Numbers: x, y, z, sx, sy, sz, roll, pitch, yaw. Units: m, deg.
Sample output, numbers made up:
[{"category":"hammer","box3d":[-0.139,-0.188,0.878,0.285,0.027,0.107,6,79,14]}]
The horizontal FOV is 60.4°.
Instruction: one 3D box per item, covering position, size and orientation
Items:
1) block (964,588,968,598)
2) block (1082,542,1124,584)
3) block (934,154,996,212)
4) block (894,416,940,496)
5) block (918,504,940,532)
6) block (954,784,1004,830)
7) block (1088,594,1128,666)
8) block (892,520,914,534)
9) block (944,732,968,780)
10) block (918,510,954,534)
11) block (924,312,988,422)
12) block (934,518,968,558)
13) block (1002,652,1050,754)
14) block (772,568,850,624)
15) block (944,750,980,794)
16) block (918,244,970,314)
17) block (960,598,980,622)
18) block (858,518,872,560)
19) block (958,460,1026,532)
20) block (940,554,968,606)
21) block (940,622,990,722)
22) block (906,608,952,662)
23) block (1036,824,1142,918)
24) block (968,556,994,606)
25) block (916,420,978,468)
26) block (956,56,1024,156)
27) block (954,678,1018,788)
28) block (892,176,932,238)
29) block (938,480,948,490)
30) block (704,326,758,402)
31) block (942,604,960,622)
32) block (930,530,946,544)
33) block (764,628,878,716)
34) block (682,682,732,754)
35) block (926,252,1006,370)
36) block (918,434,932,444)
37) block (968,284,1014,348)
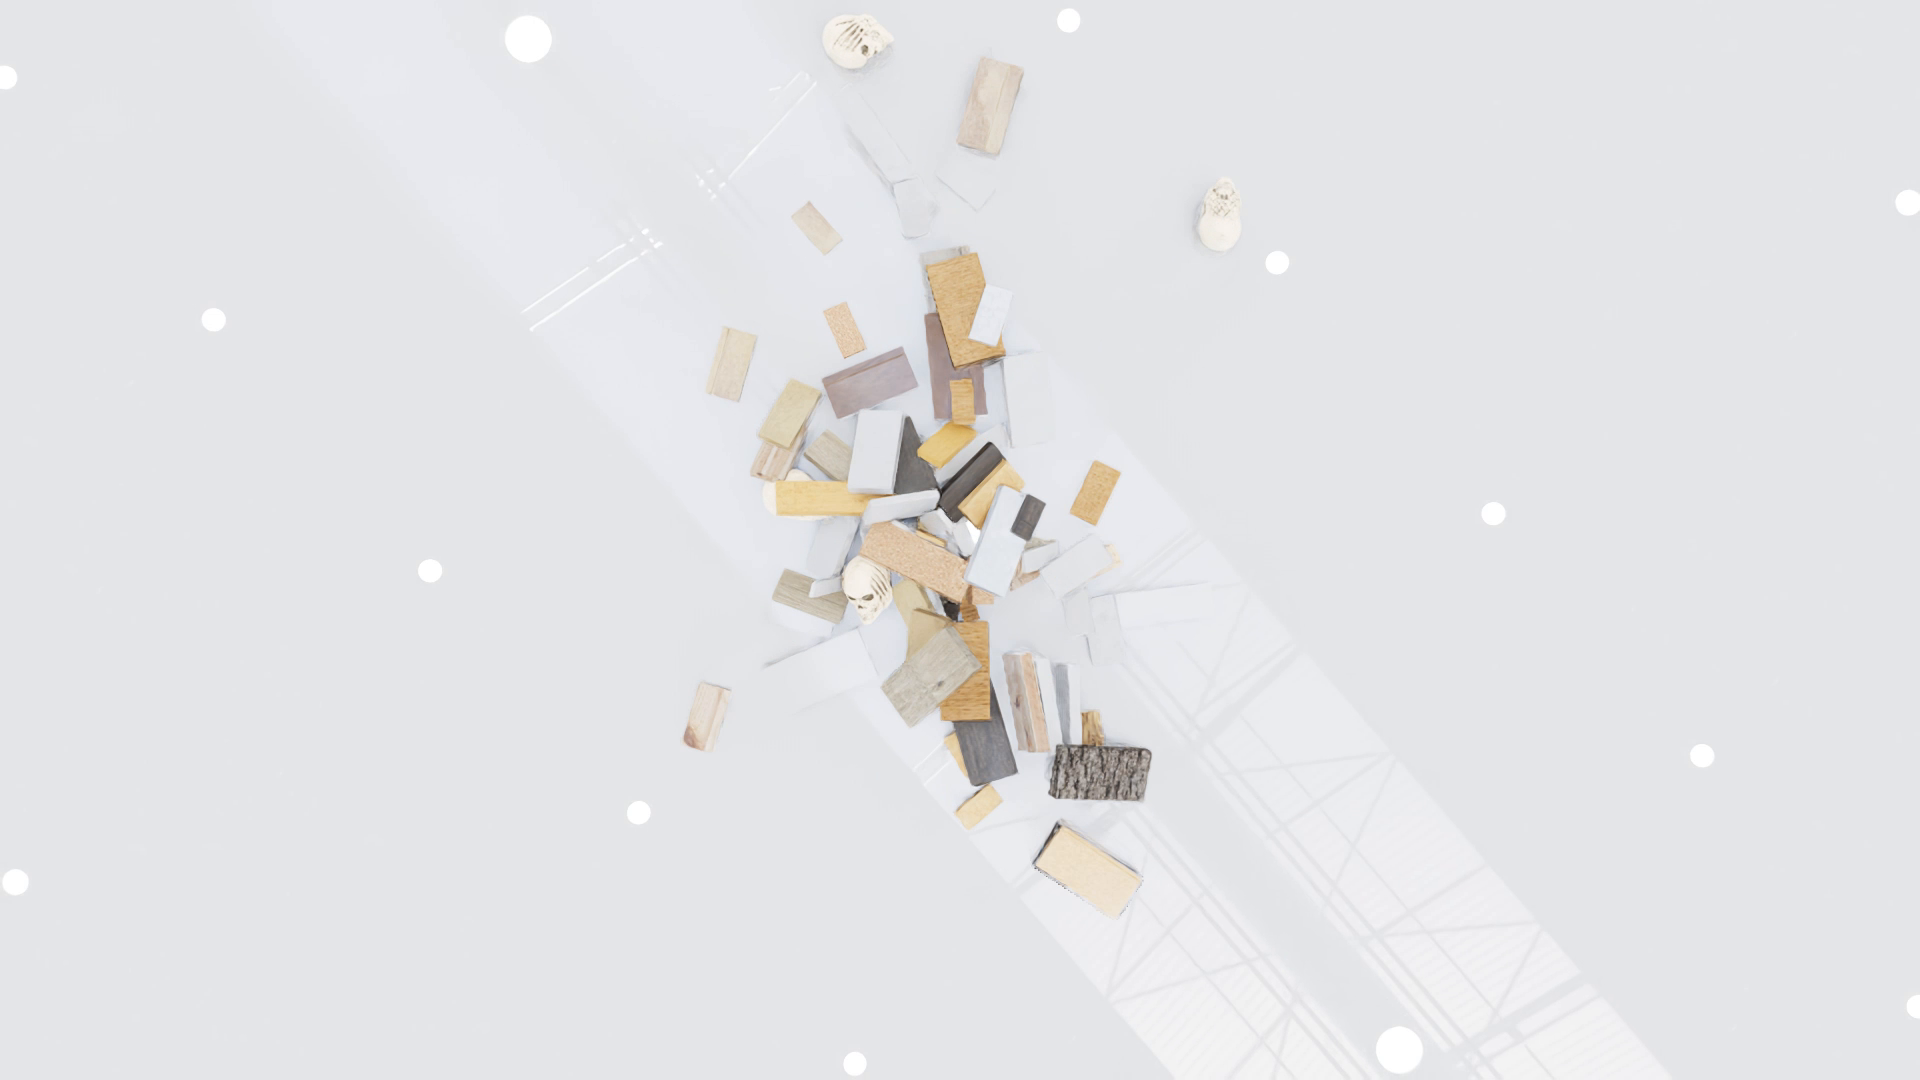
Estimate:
[{"category":"block","box3d":[0.004,0.140,5.470,0.055,0.016,0.111,-9,79,25]},{"category":"block","box3d":[0.452,0.079,5.488,0.164,0.023,0.082,-26,90,0]},{"category":"block","box3d":[0.016,-1.190,5.487,0.186,0.026,0.093,40,90,0]},{"category":"block","box3d":[-0.182,-0.258,5.411,0.145,0.041,0.291,-21,62,-2]},{"category":"block","box3d":[-0.105,-0.106,5.446,0.073,0.021,0.147,-8,77,17]},{"category":"block","box3d":[0.062,0.887,5.477,0.151,0.021,0.076,-40,91,-9]},{"category":"block","box3d":[0.477,0.299,5.466,0.111,0.031,0.222,-11,90,20]},{"category":"block","box3d":[-0.184,-0.044,5.363,0.051,0.103,0.015,27,91,14]},{"category":"block","box3d":[0.016,0.707,5.459,0.076,0.021,0.151,-30,76,-4]},{"category":"block","box3d":[-0.078,-0.059,5.324,0.020,0.140,0.070,-42,102,-25]},{"category":"block","box3d":[-0.014,-0.574,5.417,0.174,0.049,0.348,-6,87,0]},{"category":"block","box3d":[-0.039,0.015,5.451,0.095,0.027,0.189,7,79,27]},{"category":"block","box3d":[0.215,0.532,5.416,0.046,0.161,0.322,-10,90,-20]},{"category":"block","box3d":[-0.490,0.187,5.448,0.237,0.034,0.118,20,48,0]},{"category":"block","box3d":[0.009,0.762,5.489,0.076,0.021,0.151,-19,90,0]},{"category":"block","box3d":[-0.025,-0.790,5.475,0.174,0.049,0.348,-10,90,0]},{"category":"block","box3d":[0.025,0.217,5.492,0.055,0.016,0.111,-16,90,2]},{"category":"block","box3d":[-0.274,-0.047,5.428,0.111,0.031,0.222,-5,67,-17]},{"category":"block","box3d":[0.106,-0.147,5.440,0.223,0.032,0.112,-46,121,-10]},{"category":"block","box3d":[-0.028,0.118,5.452,0.095,0.027,0.189,4,80,27]},{"category":"block","box3d":[0.017,0.433,5.438,0.161,0.046,0.322,-2,78,4]},{"category":"block","box3d":[-0.108,0.366,5.385,0.131,0.037,0.263,16,107,29]},{"category":"block","box3d":[0.424,1.090,5.433,0.314,0.044,0.157,34,90,0]},{"category":"block","box3d":[0.068,0.120,5.459,0.095,0.027,0.189,0,90,-42]},{"category":"block","box3d":[-0.042,-0.318,5.405,0.099,0.028,0.197,30,51,21]},{"category":"block","box3d":[0.100,-1.436,5.461,0.146,0.041,0.292,17,94,7]},{"category":"block","box3d":[0.071,0.636,5.437,0.161,0.046,0.322,-16,76,0]},{"category":"block","box3d":[-0.158,-1.097,5.438,0.093,0.026,0.186,-13,119,-2]},{"category":"block","box3d":[-0.073,-0.229,5.475,0.073,0.021,0.147,4,87,18]},{"category":"block","box3d":[-0.761,-0.584,5.484,0.114,0.032,0.229,16,90,0]},{"category":"block","box3d":[-0.028,0.213,5.458,0.055,0.016,0.111,4,85,27]},{"category":"block","box3d":[-0.073,-0.035,5.406,0.054,0.015,0.107,3,122,10]},{"category":"block","box3d":[-0.463,0.439,5.476,0.340,0.048,0.170,-24,90,0]},{"category":"block","box3d":[-0.842,0.590,5.485,0.108,0.031,0.217,17,90,0]},{"category":"block","box3d":[0.018,-0.746,5.376,0.174,0.049,0.348,-15,83,-1]},{"category":"block","box3d":[-0.124,-0.273,5.475,0.072,0.021,0.145,10,90,24]},{"category":"block","box3d":[0.101,-0.725,5.332,0.093,0.026,0.186,17,84,4]}]
